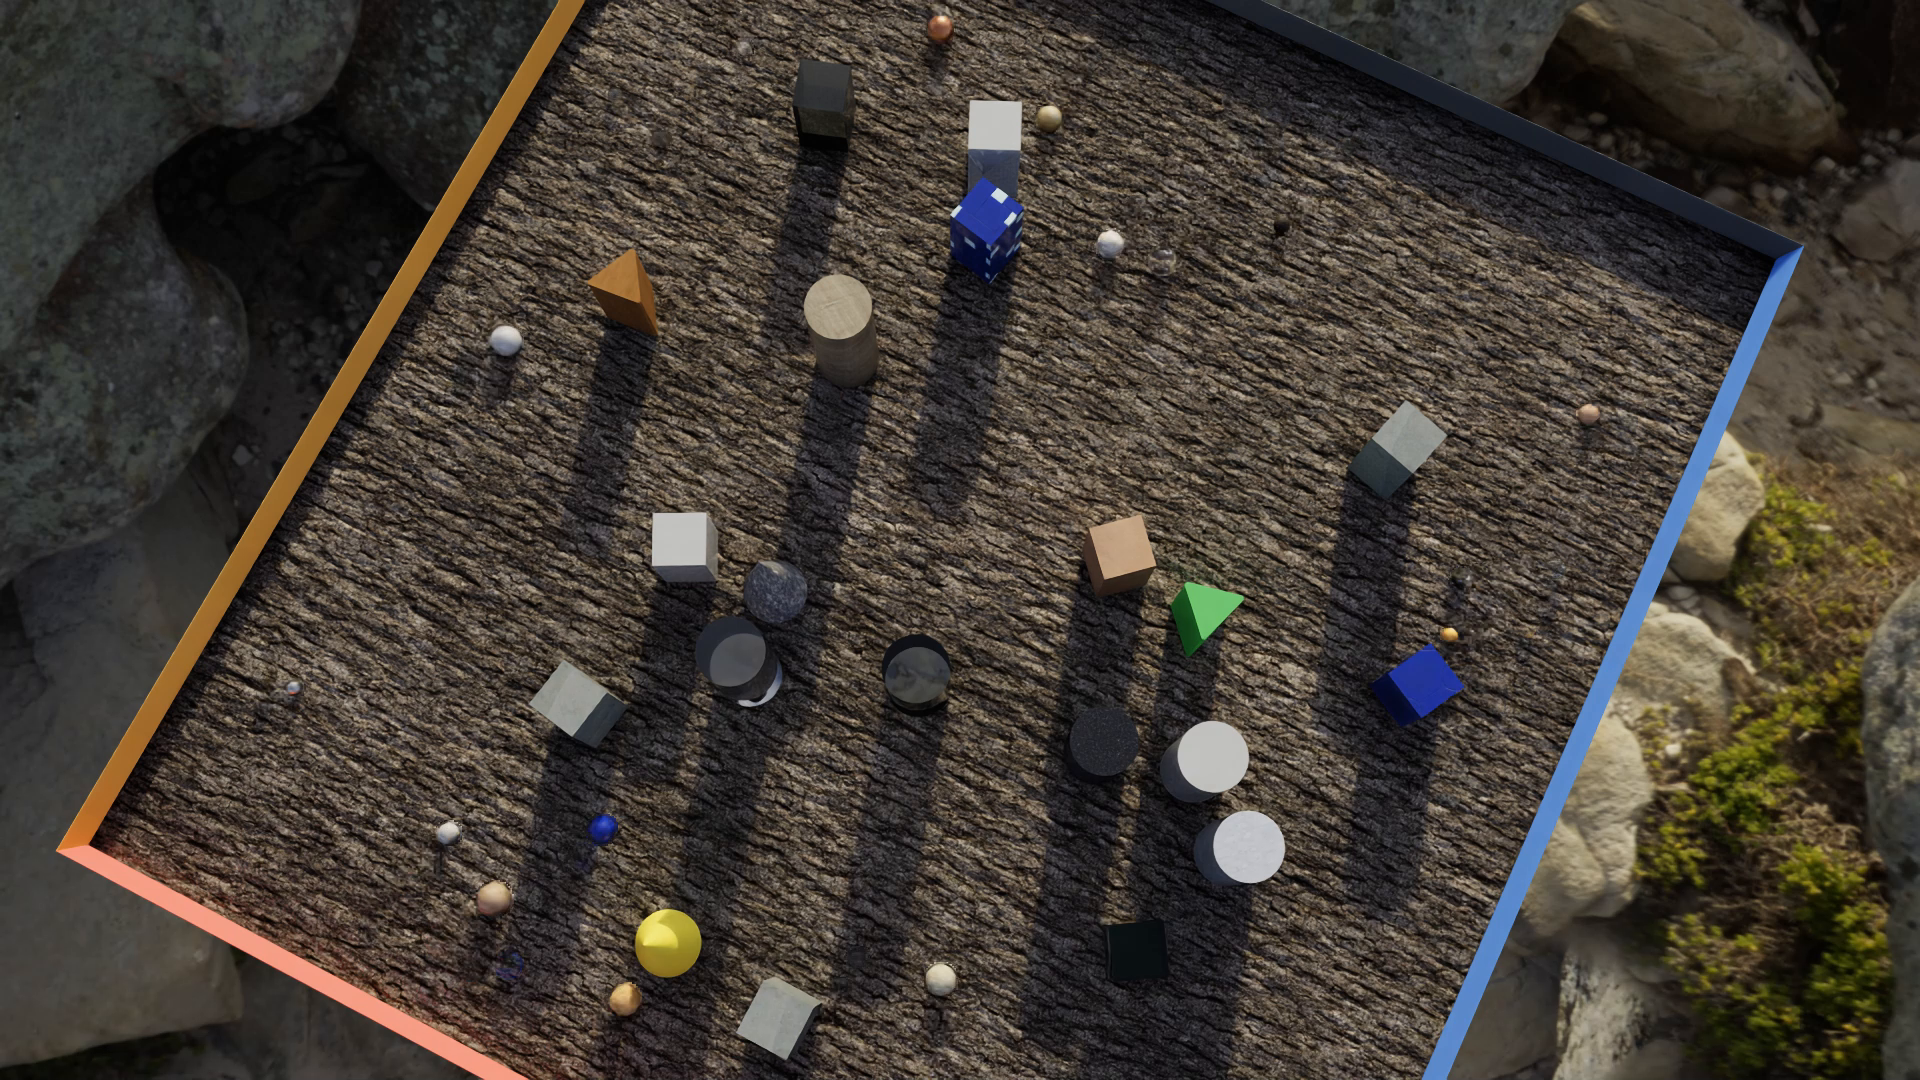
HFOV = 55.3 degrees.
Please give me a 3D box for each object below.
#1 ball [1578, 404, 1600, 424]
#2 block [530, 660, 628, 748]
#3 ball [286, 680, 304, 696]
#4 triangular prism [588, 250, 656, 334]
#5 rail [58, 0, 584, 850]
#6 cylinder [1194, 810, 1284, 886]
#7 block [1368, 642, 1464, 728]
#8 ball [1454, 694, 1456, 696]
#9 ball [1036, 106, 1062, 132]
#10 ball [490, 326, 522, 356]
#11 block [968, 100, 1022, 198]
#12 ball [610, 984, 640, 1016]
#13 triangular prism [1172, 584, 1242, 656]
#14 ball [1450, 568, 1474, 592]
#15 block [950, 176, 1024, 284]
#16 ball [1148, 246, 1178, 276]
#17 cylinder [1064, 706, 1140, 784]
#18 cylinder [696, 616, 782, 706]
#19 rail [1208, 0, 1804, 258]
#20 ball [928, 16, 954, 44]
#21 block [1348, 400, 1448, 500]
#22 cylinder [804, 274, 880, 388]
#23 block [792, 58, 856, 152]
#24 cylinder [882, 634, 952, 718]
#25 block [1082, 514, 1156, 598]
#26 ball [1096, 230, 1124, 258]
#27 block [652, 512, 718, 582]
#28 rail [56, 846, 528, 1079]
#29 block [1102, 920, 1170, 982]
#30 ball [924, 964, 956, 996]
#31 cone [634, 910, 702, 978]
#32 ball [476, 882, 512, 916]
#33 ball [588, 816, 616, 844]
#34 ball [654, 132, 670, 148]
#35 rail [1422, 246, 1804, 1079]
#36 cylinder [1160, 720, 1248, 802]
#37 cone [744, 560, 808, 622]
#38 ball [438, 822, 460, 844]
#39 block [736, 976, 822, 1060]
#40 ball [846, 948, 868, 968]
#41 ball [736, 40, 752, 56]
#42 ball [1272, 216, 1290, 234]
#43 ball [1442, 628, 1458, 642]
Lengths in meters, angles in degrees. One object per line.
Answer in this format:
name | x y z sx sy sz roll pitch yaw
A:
ball | 1.943 -0.388 5.665 0.062 0.062 0.062 0 78 0
block | -1.106 0.481 5.340 0.156 0.346 0.156 36 81 7
ball | -1.998 0.443 5.499 0.050 0.050 0.050 0 78 0
triangular prism | -1.003 -0.771 5.615 0.169 0.315 0.147 21 79 4
rail | -1.701 -0.826 5.722 0.045 0.127 3.996 26 80 5
cylinder | 0.789 0.881 5.211 0.195 0.437 0.195 0 78 0
block | 1.341 0.430 5.396 0.156 0.258 0.156 -34 80 -7
ball | 1.473 0.449 5.502 0.042 0.042 0.042 0 78 0
ball | 0.285 -1.344 5.852 0.084 0.084 0.084 0 78 0
ball | -1.411 -0.619 5.696 0.095 0.095 0.095 0 78 0
block | 0.106 -1.208 5.681 0.156 0.364 0.156 2 78 0
ball | -0.968 1.330 5.296 0.088 0.088 0.088 0 78 0
triangular prism | 0.696 0.209 5.389 0.147 0.361 0.169 44 82 8
ball | 1.523 0.119 5.556 0.071 0.071 0.071 0 78 0
block | 0.081 -0.948 5.641 0.156 0.337 0.156 38 81 7
ball | 0.636 -0.873 5.749 0.095 0.095 0.095 0 78 0
cylinder | 0.406 0.599 5.320 0.195 0.338 0.195 0 78 0
cylinder | -0.634 0.356 5.296 0.195 0.484 0.195 0 78 0
rail | 0.883 -1.722 5.907 3.852 0.127 0.045 26 80 5
ball | -0.062 -1.648 5.913 0.088 0.088 0.088 0 78 0
block | 1.306 -0.265 5.493 0.156 0.349 0.156 42 81 8
cylinder | -0.350 -0.620 5.496 0.195 0.487 0.195 0 78 0
block | -0.423 -1.359 5.746 0.156 0.297 0.156 8 78 2
cylinder | -0.123 0.400 5.346 0.195 0.368 0.195 0 78 0
block | 0.470 0.052 5.443 0.156 0.318 0.156 -15 79 -3
ball | 0.472 -0.930 5.766 0.085 0.085 0.085 0 78 0
block | -0.819 0.024 5.476 0.156 0.265 0.156 -1 78 0
rail | -0.883 1.736 5.191 3.852 0.127 0.045 26 80 5
block | 0.501 1.175 5.248 0.156 0.246 0.156 -5 78 -1
ball | -0.056 1.275 5.306 0.092 0.092 0.092 0 78 0
cone | -0.856 1.139 5.165 0.195 0.422 0.195 0 78 0
ball | -1.361 1.050 5.349 0.098 0.098 0.098 0 78 0
ball | -1.055 0.854 5.398 0.082 0.082 0.082 0 78 0
ball | -0.952 -1.279 5.856 0.050 0.050 0.050 0 78 0
rail | 1.701 0.840 5.377 0.045 0.127 3.996 26 80 5
cylinder | 0.694 0.640 5.249 0.195 0.460 0.195 0 78 0
cone | -0.563 0.108 5.352 0.195 0.475 0.195 0 78 0
ball | -1.509 0.866 5.405 0.064 0.064 0.064 0 78 0
block | -0.505 1.345 5.168 0.156 0.334 0.156 27 80 5
ball | -0.300 1.215 5.335 0.059 0.059 0.059 0 78 0
ball | -0.698 -1.590 5.921 0.049 0.049 0.049 0 78 0
ball | 1.017 -0.998 5.794 0.057 0.057 0.057 0 78 0
ball | 1.480 0.288 5.533 0.047 0.047 0.047 0 78 0
